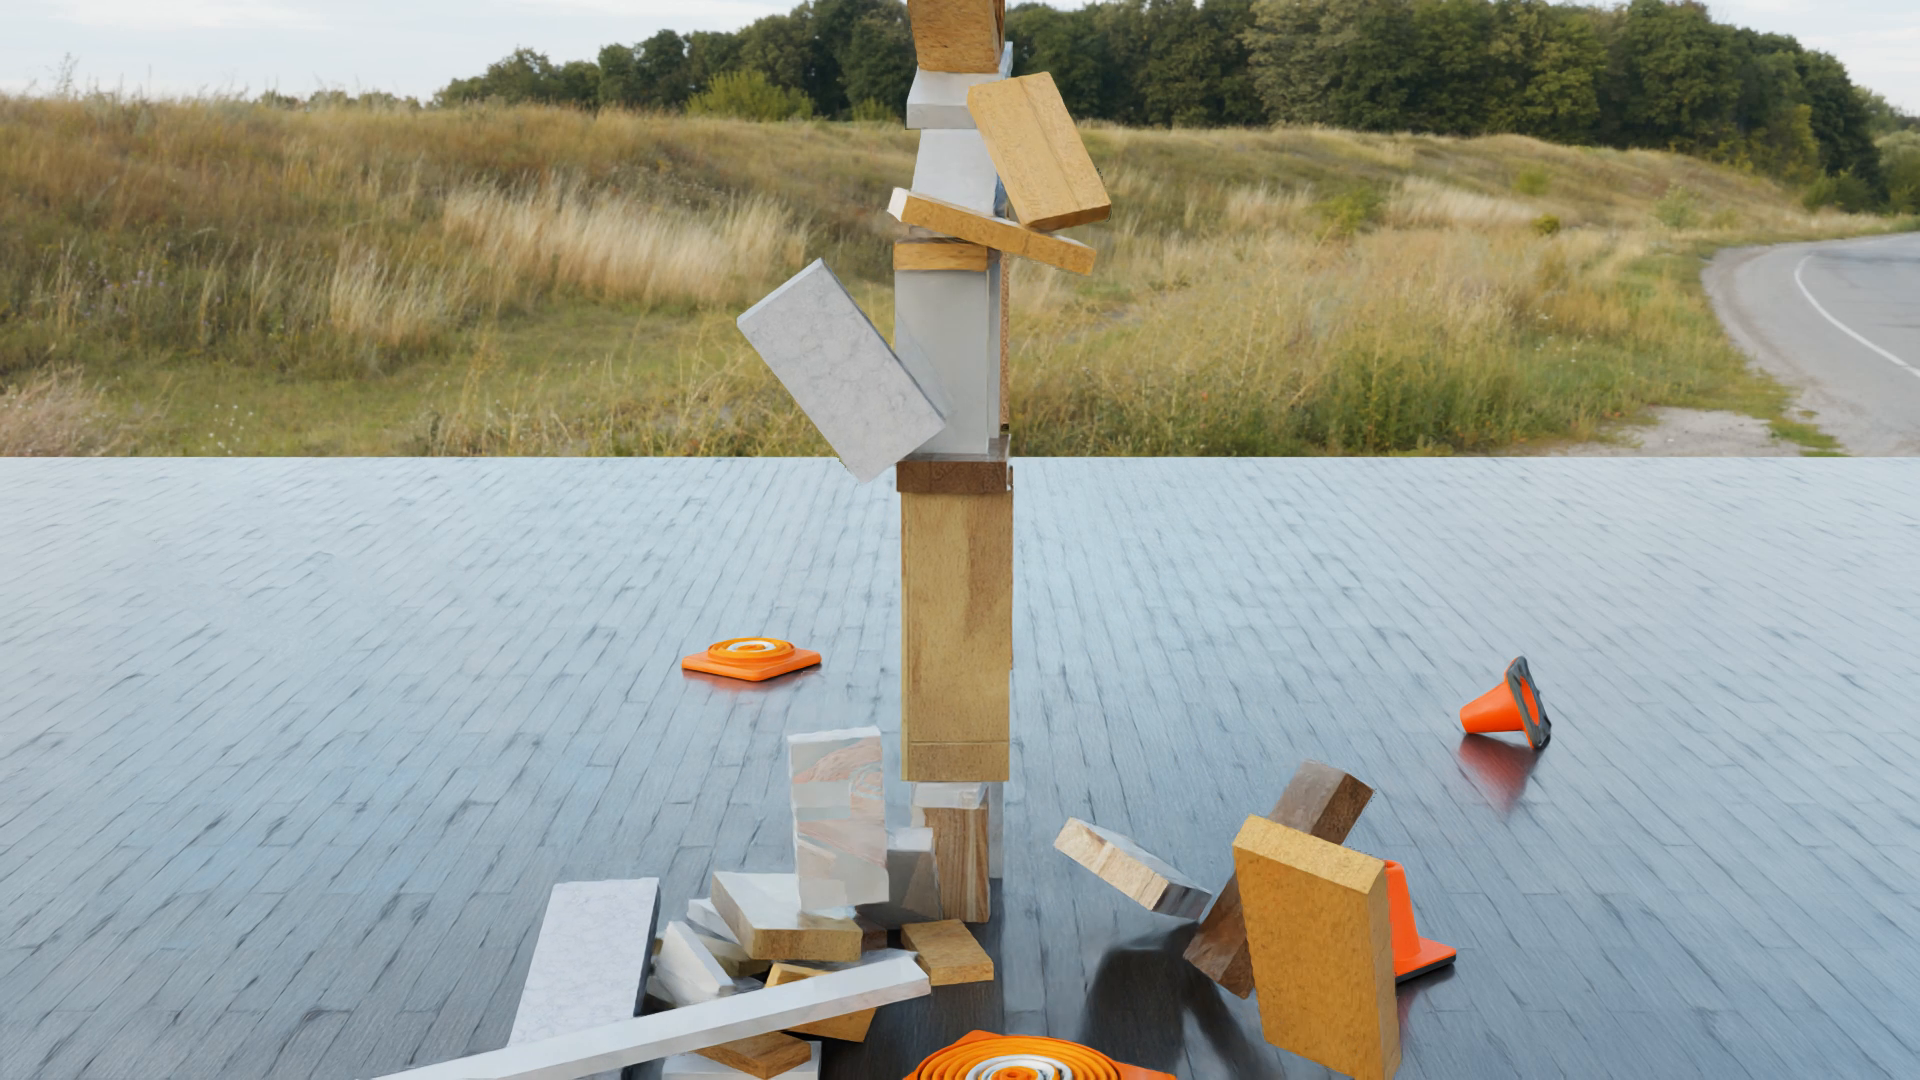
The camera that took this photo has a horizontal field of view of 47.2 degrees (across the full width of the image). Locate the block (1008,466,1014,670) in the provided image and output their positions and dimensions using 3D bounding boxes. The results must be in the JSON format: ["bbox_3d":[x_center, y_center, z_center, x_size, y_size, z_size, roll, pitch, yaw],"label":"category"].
[{"bbox_3d":[0.003,0.047,3.710,0.171,0.343,0.049,0,11,0],"label":"block"}]

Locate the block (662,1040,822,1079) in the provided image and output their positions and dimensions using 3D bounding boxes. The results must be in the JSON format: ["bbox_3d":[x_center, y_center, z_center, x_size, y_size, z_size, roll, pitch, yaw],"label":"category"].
[{"bbox_3d":[-0.292,0.708,2.955,0.206,0.029,0.103,0,11,-1],"label":"block"}]

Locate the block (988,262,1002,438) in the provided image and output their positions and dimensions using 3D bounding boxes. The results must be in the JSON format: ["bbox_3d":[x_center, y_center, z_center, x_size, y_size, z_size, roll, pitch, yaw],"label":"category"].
[{"bbox_3d":[-0.006,-0.318,3.671,0.145,0.291,0.041,1,10,4],"label":"block"}]

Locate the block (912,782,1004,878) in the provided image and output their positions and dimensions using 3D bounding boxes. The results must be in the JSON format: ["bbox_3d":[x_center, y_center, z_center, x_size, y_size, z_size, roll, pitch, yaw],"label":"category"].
[{"bbox_3d":[-0.004,0.419,3.736,0.155,0.311,0.044,0,11,1],"label":"block"}]

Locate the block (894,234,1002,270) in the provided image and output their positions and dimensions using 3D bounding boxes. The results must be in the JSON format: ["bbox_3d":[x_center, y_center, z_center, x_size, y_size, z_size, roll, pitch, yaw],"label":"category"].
[{"bbox_3d":[-0.016,-0.467,3.542,0.145,0.041,0.291,1,12,6],"label":"block"}]

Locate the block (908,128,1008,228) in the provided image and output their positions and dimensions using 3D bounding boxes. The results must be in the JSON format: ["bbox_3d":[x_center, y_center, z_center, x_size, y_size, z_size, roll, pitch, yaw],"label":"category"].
[{"bbox_3d":[0.005,-0.614,3.711,0.157,0.045,0.315,1,38,4],"label":"block"}]

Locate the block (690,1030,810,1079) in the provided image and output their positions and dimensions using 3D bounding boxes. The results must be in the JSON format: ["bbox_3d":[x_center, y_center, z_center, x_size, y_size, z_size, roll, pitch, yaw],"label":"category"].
[{"bbox_3d":[-0.291,0.680,2.961,0.169,0.024,0.085,9,14,40],"label":"block"}]

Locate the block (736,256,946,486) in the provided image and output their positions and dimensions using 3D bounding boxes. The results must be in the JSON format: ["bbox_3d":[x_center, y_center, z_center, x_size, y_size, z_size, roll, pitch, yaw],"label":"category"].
[{"bbox_3d":[-0.179,-0.255,3.352,0.159,0.319,0.045,-35,20,8],"label":"block"}]

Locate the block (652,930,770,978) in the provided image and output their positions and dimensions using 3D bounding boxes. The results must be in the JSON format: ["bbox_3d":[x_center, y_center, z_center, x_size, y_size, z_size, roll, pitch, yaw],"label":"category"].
[{"bbox_3d":[-0.379,0.617,3.287,0.172,0.024,0.086,9,3,27],"label":"block"}]

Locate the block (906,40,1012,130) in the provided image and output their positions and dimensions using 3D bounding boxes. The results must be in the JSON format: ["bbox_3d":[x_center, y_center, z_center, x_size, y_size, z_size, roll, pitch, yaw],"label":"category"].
[{"bbox_3d":[0.003,-0.804,3.871,0.158,0.045,0.315,3,33,5],"label":"block"}]

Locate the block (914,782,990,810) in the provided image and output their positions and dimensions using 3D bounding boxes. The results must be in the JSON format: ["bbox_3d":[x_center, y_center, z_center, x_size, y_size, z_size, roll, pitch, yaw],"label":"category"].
[{"bbox_3d":[-0.008,0.390,3.561,0.100,0.028,0.200,2,11,8],"label":"block"}]

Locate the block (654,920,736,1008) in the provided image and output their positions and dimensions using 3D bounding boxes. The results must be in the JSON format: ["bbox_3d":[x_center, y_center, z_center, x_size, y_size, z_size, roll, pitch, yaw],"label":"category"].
[{"bbox_3d":[-0.379,0.625,3.132,0.024,0.086,0.172,6,19,-36],"label":"block"}]

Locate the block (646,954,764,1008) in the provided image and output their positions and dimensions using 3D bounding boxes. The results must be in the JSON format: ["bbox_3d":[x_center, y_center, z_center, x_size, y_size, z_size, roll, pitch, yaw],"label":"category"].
[{"bbox_3d":[-0.394,0.653,3.248,0.103,0.029,0.206,-10,15,-43],"label":"block"}]

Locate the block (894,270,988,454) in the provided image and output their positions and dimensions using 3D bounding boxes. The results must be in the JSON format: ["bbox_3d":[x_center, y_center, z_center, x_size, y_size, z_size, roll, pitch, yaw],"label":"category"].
[{"bbox_3d":[-0.029,-0.284,3.476,0.145,0.291,0.041,1,12,5],"label":"block"}]

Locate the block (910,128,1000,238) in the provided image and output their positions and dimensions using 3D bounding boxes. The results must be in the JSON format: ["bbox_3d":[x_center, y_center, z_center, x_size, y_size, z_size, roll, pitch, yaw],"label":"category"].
[{"bbox_3d":[-0.005,-0.588,3.611,0.133,0.038,0.297,1,38,4],"label":"block"}]

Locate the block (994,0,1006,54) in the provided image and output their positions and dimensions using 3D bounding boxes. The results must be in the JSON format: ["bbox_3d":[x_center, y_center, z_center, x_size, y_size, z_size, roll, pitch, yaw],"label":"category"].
[{"bbox_3d":[0.009,-1.003,3.876,0.141,0.282,0.040,2,25,4],"label":"block"}]

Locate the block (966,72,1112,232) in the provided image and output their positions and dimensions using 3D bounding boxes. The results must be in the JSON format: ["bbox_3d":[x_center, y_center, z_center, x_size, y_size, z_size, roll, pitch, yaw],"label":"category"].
[{"bbox_3d":[0.125,-0.622,3.531,0.139,0.279,0.040,-14,-26,-16],"label":"block"}]

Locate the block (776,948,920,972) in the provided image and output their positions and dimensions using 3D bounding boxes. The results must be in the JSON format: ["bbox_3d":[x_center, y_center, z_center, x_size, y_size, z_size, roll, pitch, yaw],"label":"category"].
[{"bbox_3d":[-0.169,0.640,3.326,0.193,0.027,0.096,4,11,21],"label":"block"}]

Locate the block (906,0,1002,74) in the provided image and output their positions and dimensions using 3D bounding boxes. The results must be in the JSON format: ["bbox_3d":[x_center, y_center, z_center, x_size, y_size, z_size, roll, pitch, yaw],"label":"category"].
[{"bbox_3d":[-0.015,-0.906,3.739,0.139,0.040,0.279,6,-29,11],"label":"block"}]

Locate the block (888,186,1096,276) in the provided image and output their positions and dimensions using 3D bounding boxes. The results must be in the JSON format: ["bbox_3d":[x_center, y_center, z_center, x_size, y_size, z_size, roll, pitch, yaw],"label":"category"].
[{"bbox_3d":[0.048,-0.473,3.368,0.304,0.040,0.140,15,11,-13],"label":"block"}]

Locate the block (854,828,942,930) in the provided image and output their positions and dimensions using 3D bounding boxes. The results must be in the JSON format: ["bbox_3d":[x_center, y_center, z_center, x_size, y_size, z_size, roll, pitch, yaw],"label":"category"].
[{"bbox_3d":[-0.102,0.527,3.405,0.133,0.265,0.038,1,53,4],"label":"block"}]

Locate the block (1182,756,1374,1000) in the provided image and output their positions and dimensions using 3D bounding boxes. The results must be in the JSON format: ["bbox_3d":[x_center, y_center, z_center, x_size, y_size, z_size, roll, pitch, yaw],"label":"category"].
[{"bbox_3d":[0.467,0.494,3.244,0.050,0.355,0.177,33,-4,-10],"label":"block"}]

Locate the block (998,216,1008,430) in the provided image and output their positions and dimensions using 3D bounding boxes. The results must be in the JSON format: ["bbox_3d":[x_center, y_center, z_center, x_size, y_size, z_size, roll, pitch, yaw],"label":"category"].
[{"bbox_3d":[0.008,-0.519,3.924,0.158,0.661,0.045,0,-13,1],"label":"block"}]

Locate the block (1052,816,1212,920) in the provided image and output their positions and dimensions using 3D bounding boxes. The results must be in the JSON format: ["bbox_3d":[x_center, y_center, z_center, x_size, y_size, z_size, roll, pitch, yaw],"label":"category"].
[{"bbox_3d":[0.273,0.513,3.409,0.177,0.050,0.355,32,-1,21],"label":"block"}]

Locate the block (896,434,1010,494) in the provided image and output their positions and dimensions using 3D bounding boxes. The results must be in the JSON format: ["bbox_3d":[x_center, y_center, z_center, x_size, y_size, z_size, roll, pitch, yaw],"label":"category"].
[{"bbox_3d":[-0.007,-0.127,3.565,0.171,0.049,0.343,1,10,2],"label":"block"}]

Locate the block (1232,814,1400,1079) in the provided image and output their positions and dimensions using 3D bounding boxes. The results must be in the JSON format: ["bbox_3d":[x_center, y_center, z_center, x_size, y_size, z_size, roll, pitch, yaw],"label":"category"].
[{"bbox_3d":[0.460,0.533,2.805,0.177,0.461,0.050,18,54,28],"label":"block"}]

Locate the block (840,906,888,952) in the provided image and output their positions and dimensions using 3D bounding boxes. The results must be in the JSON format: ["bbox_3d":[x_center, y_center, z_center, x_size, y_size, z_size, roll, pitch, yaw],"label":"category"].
[{"bbox_3d":[-0.199,0.599,3.408,0.096,0.027,0.193,-2,7,-28],"label":"block"}]

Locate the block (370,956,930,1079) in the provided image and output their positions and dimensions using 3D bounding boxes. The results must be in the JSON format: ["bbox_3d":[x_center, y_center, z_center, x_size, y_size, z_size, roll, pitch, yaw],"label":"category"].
[{"bbox_3d":[-0.651,0.686,2.764,1.279,0.024,0.085,-9,13,-19],"label":"block"}]

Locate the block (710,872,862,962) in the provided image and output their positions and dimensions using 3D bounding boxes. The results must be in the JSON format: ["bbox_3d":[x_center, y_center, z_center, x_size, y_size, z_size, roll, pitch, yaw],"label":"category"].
[{"bbox_3d":[-0.266,0.564,3.310,0.159,0.045,0.319,5,5,-18],"label":"block"}]

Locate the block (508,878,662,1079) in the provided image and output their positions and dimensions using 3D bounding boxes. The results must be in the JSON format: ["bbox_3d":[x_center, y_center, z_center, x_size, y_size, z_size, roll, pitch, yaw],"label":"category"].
[{"bbox_3d":[-0.526,0.634,3.083,0.159,0.045,0.609,-3,18,-2],"label":"block"}]

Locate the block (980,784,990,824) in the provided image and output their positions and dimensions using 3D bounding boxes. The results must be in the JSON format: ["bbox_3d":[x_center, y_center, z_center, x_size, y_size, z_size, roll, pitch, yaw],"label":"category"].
[{"bbox_3d":[-0.002,0.491,3.648,0.100,0.200,0.028,0,17,2],"label":"block"}]

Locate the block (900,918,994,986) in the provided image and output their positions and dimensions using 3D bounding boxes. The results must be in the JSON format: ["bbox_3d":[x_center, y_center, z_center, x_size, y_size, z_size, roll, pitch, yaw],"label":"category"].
[{"bbox_3d":[-0.022,0.631,3.373,0.096,0.027,0.193,-3,11,-15],"label":"block"}]

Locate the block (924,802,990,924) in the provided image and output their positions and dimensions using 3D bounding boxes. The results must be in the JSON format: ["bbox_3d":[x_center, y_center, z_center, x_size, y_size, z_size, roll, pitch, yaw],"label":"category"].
[{"bbox_3d":[-0.004,0.514,3.523,0.100,0.200,0.028,2,18,9],"label":"block"}]

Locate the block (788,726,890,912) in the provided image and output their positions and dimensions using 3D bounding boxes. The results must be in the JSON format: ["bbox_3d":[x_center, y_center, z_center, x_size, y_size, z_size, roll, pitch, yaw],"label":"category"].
[{"bbox_3d":[-0.178,0.411,3.239,0.133,0.266,0.038,-5,17,-10],"label":"block"}]

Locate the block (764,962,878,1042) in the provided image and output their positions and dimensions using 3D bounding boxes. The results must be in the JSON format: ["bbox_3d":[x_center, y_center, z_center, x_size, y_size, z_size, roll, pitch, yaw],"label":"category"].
[{"bbox_3d":[-0.194,0.638,3.029,0.169,0.085,0.024,17,8,-32],"label":"block"}]

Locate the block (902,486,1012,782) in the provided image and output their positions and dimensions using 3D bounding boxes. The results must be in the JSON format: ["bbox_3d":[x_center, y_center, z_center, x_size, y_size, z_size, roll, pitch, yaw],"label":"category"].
[{"bbox_3d":[-0.007,0.150,3.490,0.171,0.469,0.049,0,10,-1],"label":"block"}]

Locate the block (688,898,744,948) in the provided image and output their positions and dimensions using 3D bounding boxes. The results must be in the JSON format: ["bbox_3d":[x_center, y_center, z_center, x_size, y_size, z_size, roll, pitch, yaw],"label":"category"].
[{"bbox_3d":[-0.324,0.591,3.389,0.103,0.029,0.206,3,5,-36],"label":"block"}]
